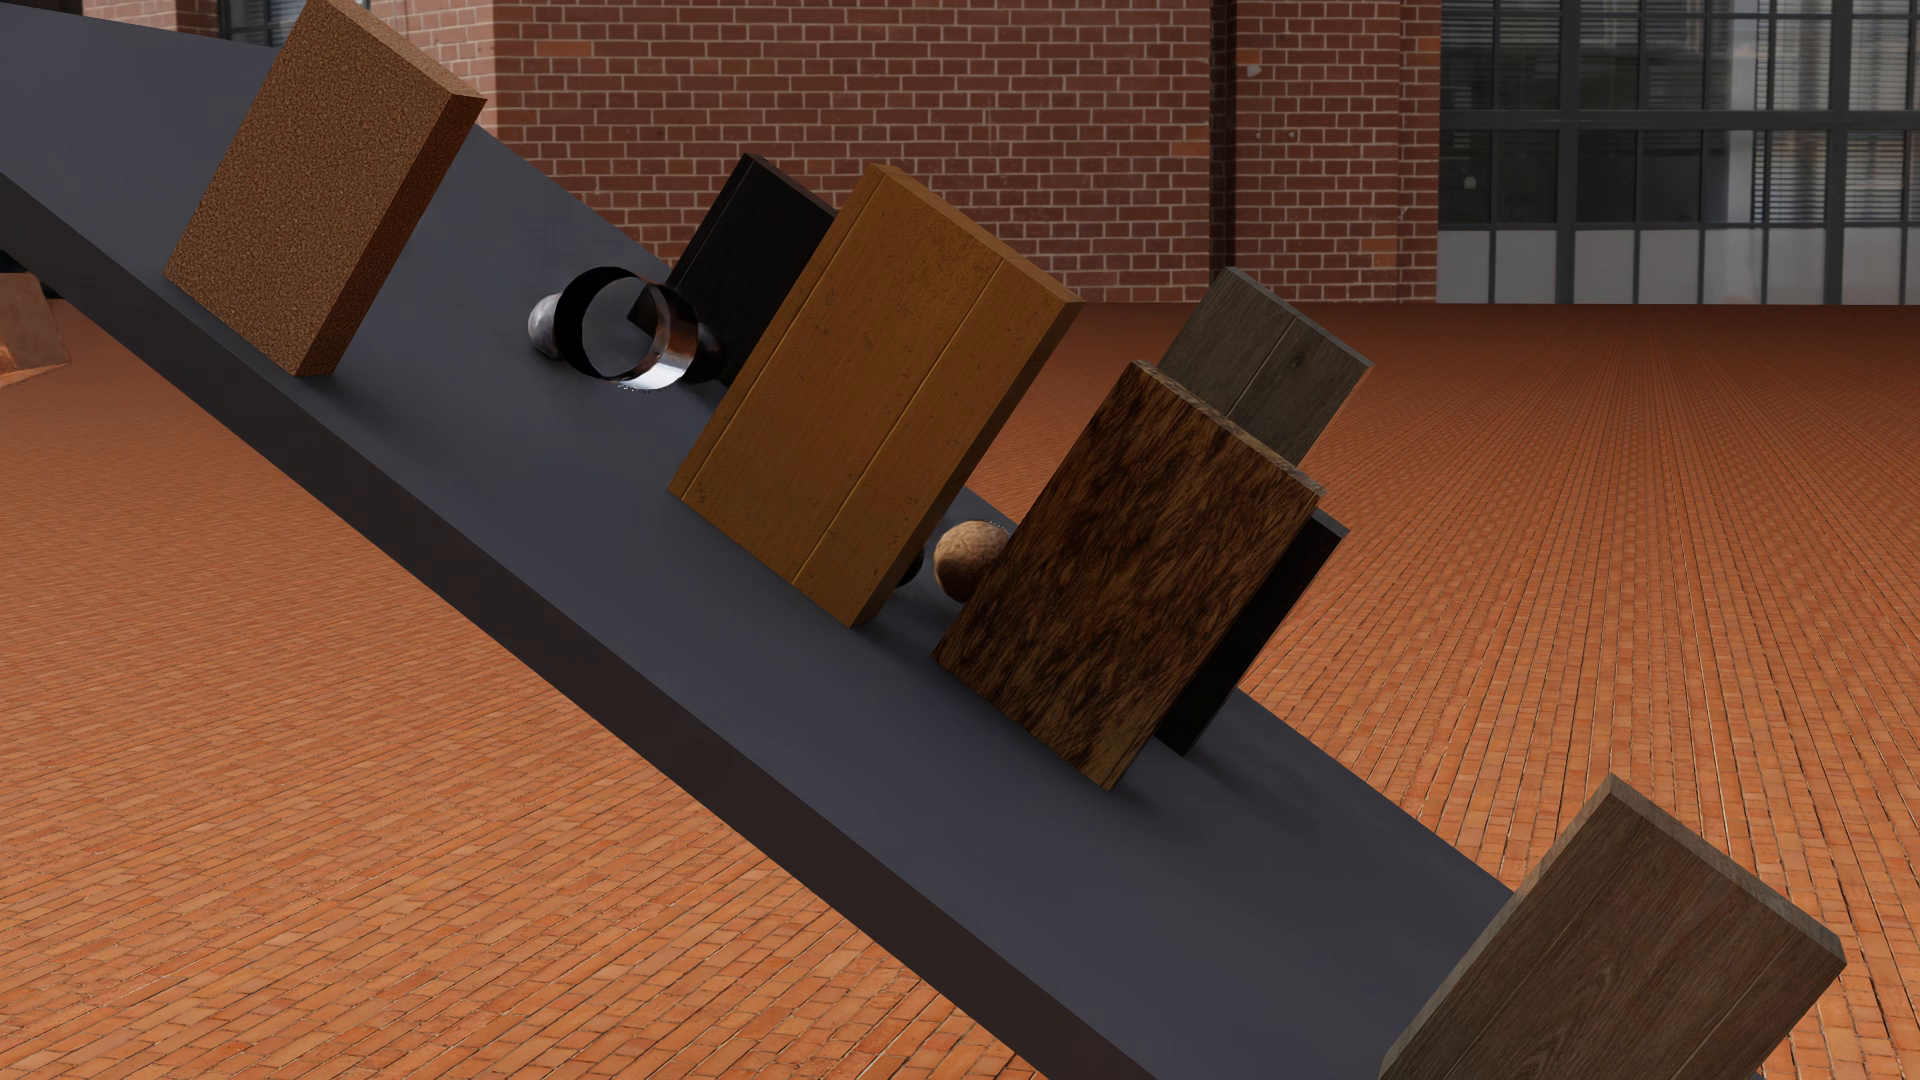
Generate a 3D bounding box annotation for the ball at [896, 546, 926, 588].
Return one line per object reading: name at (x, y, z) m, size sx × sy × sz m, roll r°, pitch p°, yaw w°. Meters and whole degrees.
ball at (-0.135, 0.020, 4.056) m, size 0.142 × 0.142 × 0.142 m, roll 0°, pitch 7°, yaw 0°

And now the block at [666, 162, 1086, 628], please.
block at (-0.151, -0.249, 3.819) m, size 0.413 × 0.681 × 0.141 m, roll 37°, pitch 15°, yaw 10°

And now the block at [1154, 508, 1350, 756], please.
block at (0.425, 0.076, 4.297) m, size 0.426 × 0.530 × 0.134 m, roll 37°, pitch 15°, yaw 10°

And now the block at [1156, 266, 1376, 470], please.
block at (0.510, -0.163, 4.737) m, size 0.366 × 0.773 × 0.138 m, roll 37°, pitch 15°, yaw 10°

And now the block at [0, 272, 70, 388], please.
block at (-2.038, -0.427, 4.592) m, size 0.205 × 0.205 × 0.205 m, roll -18°, pitch 6°, yaw 10°

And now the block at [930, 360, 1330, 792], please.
block at (0.291, 0.062, 3.855) m, size 0.397 × 0.641 × 0.111 m, roll 37°, pitch 15°, yaw 10°

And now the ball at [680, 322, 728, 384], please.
ball at (-0.537, -0.382, 4.490) m, size 0.123 × 0.123 × 0.123 m, roll 0°, pitch 7°, yaw 0°

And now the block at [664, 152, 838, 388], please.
block at (-0.389, -0.517, 4.623) m, size 0.410 × 0.429 × 0.083 m, roll 37°, pitch 15°, yaw 10°

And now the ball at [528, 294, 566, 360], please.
ball at (-0.743, -0.398, 4.111) m, size 0.126 × 0.126 × 0.126 m, roll 0°, pitch 7°, yaw 0°

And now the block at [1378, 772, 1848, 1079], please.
block at (0.987, 0.723, 3.369) m, size 0.411 × 0.589 × 0.141 m, roll 37°, pitch 15°, yaw 10°

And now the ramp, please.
ramp at (-0.104, 0.181, 4.089) m, size 4.000 × 0.100 × 2.000 m, roll 37°, pitch 15°, yaw 10°

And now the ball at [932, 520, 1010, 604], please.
ball at (0.029, 0.043, 4.147) m, size 0.159 × 0.159 × 0.159 m, roll 0°, pitch 7°, yaw 0°

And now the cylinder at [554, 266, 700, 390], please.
cylinder at (-0.594, -0.377, 3.933) m, size 0.196 × 0.196 × 0.196 m, roll 2°, pitch -2°, yaw 15°

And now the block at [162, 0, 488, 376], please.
block at (-0.971, -0.537, 3.350) m, size 0.276 × 0.504 × 0.105 m, roll 37°, pitch 15°, yaw 10°
